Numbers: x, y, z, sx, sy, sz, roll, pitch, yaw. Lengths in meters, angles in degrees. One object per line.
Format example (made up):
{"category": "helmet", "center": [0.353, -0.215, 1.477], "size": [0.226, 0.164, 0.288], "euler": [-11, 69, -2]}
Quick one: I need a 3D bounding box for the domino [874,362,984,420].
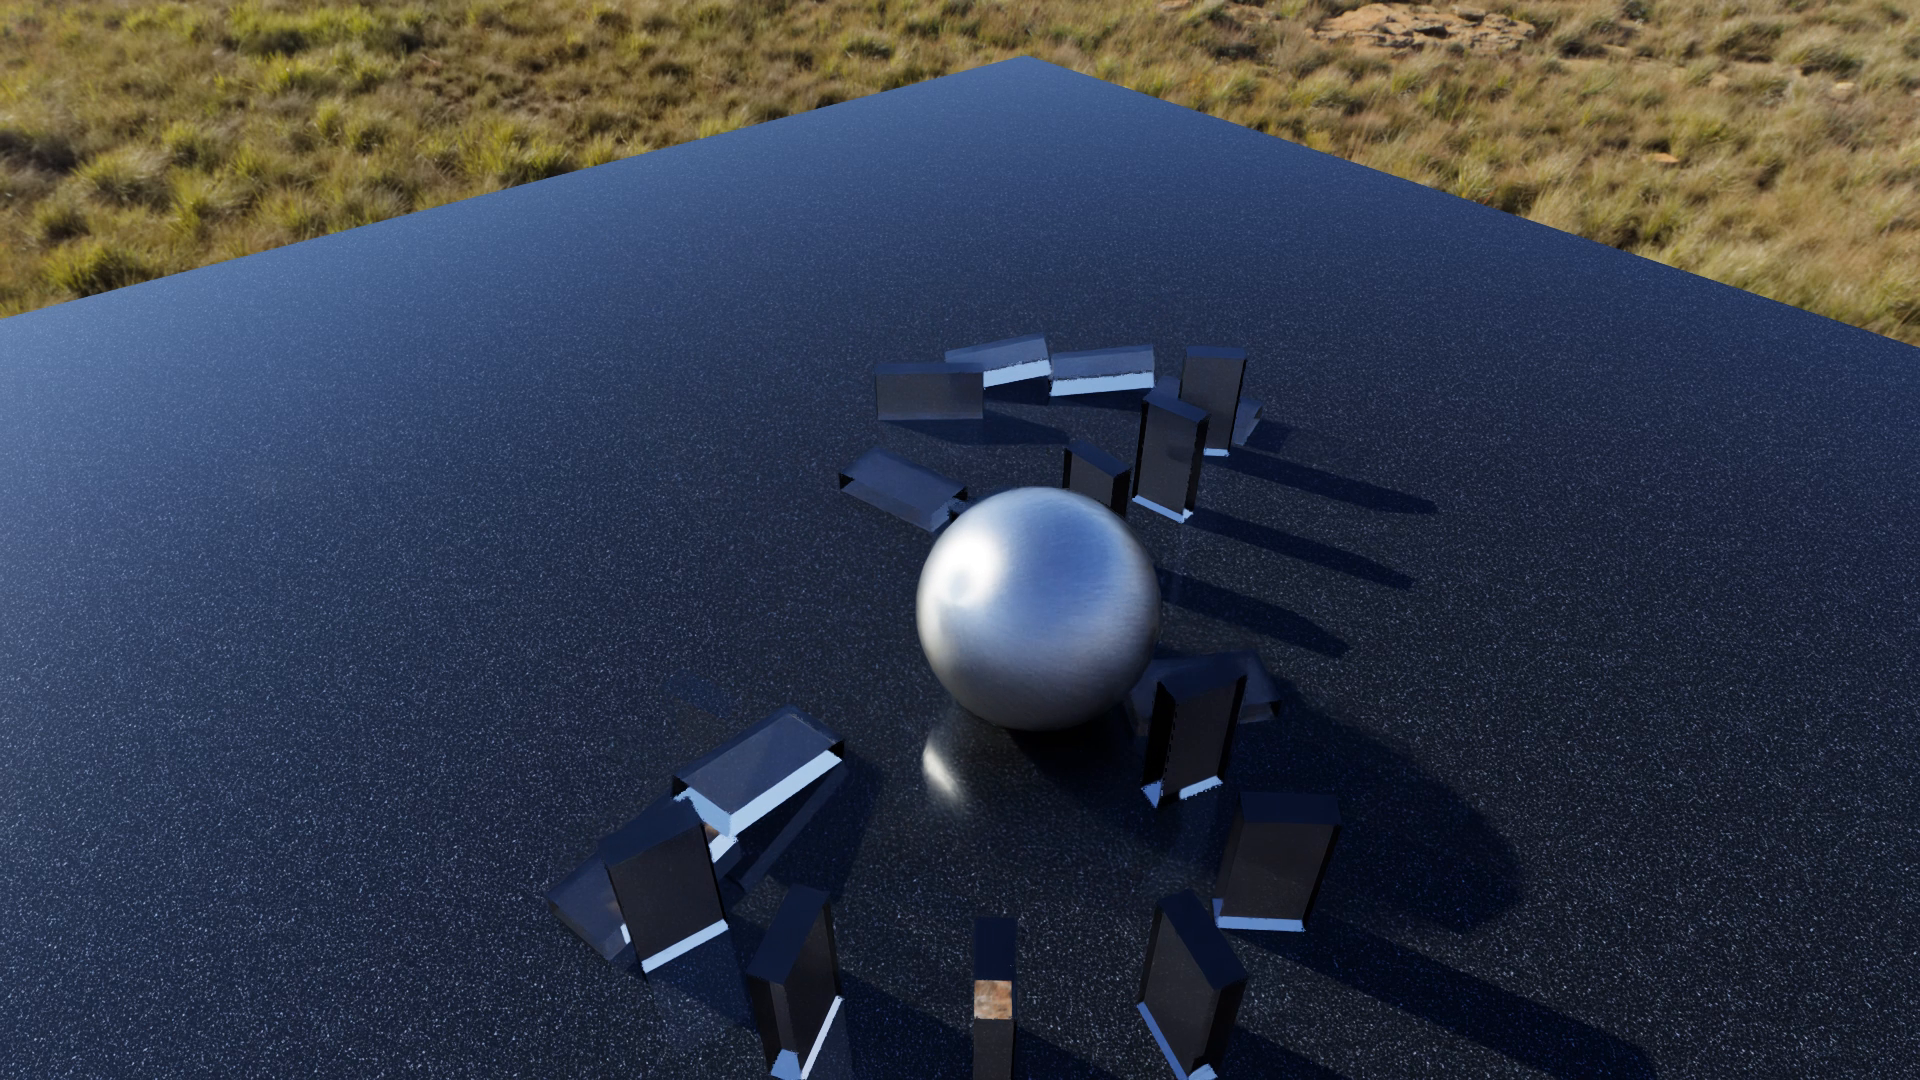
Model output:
{"category": "domino", "center": [-0.014, -0.070, 0.516], "size": [0.050, 0.025, 0.010], "euler": [-1, 39, -1]}

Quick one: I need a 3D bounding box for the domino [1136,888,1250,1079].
{"category": "domino", "center": [0.057, 0.113, 0.274], "size": [0.009, 0.050, 0.025], "euler": [-15, 42, -17]}

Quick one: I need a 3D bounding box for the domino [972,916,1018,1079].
{"category": "domino", "center": [0.008, 0.117, 0.268], "size": [0.009, 0.050, 0.025], "euler": [1, 39, 1]}

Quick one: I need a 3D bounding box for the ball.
{"category": "ball", "center": [0.026, 0.023, 0.360], "size": [0.080, 0.080, 0.080], "euler": [0, 39, 0]}

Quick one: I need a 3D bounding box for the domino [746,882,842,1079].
{"category": "domino", "center": [-0.040, 0.112, 0.275], "size": [0.009, 0.050, 0.025], "euler": [12, 41, 15]}

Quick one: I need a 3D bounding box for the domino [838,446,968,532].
{"category": "domino", "center": [-0.024, -0.022, 0.471], "size": [0.050, 0.009, 0.025], "euler": [25, 45, 27]}

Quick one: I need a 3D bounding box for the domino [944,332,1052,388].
{"category": "domino", "center": [0.018, -0.088, 0.543], "size": [0.050, 0.010, 0.025], "euler": [-11, 39, 5]}

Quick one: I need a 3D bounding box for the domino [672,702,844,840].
{"category": "domino", "center": [-0.063, 0.072, 0.348], "size": [0.025, 0.010, 0.050], "euler": [26, 33, 28]}

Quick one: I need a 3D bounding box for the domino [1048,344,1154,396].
{"category": "domino", "center": [0.069, -0.083, 0.537], "size": [0.050, 0.009, 0.025], "euler": [-3, 38, 14]}

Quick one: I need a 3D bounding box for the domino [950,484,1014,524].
{"category": "domino", "center": [0.011, 0.007, 0.402], "size": [0.025, 0.050, 0.009], "euler": [-24, 38, -26]}

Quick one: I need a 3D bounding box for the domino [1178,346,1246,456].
{"category": "domino", "center": [0.109, -0.061, 0.486], "size": [0.025, 0.050, 0.010], "euler": [4, 39, 4]}

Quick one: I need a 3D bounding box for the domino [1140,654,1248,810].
{"category": "domino", "center": [0.071, 0.060, 0.339], "size": [0.025, 0.050, 0.009], "euler": [-16, 42, -19]}

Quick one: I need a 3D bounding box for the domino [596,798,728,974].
{"category": "domino", "center": [-0.079, 0.094, 0.297], "size": [0.025, 0.050, 0.009], "euler": [-22, 44, -25]}

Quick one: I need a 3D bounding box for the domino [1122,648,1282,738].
{"category": "domino", "center": [0.082, 0.052, 0.380], "size": [0.050, 0.009, 0.025], "euler": [-6, 40, -7]}

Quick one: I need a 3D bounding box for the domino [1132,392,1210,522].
{"category": "domino", "center": [0.086, -0.034, 0.453], "size": [0.025, 0.050, 0.009], "euler": [28, 47, 30]}

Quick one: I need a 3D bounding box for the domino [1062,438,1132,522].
{"category": "domino", "center": [0.051, -0.011, 0.425], "size": [0.009, 0.050, 0.025], "euler": [-29, 47, -30]}

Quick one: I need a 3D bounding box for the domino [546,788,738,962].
{"category": "domino", "center": [-0.093, 0.097, 0.326], "size": [0.025, 0.010, 0.050], "euler": [25, 46, 28]}

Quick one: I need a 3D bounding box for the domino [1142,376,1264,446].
{"category": "domino", "center": [0.114, -0.062, 0.519], "size": [0.050, 0.010, 0.025], "euler": [20, 43, 23]}

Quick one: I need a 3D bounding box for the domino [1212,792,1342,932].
{"category": "domino", "center": [0.086, 0.089, 0.303], "size": [0.025, 0.050, 0.010], "euler": [2, 39, 2]}
